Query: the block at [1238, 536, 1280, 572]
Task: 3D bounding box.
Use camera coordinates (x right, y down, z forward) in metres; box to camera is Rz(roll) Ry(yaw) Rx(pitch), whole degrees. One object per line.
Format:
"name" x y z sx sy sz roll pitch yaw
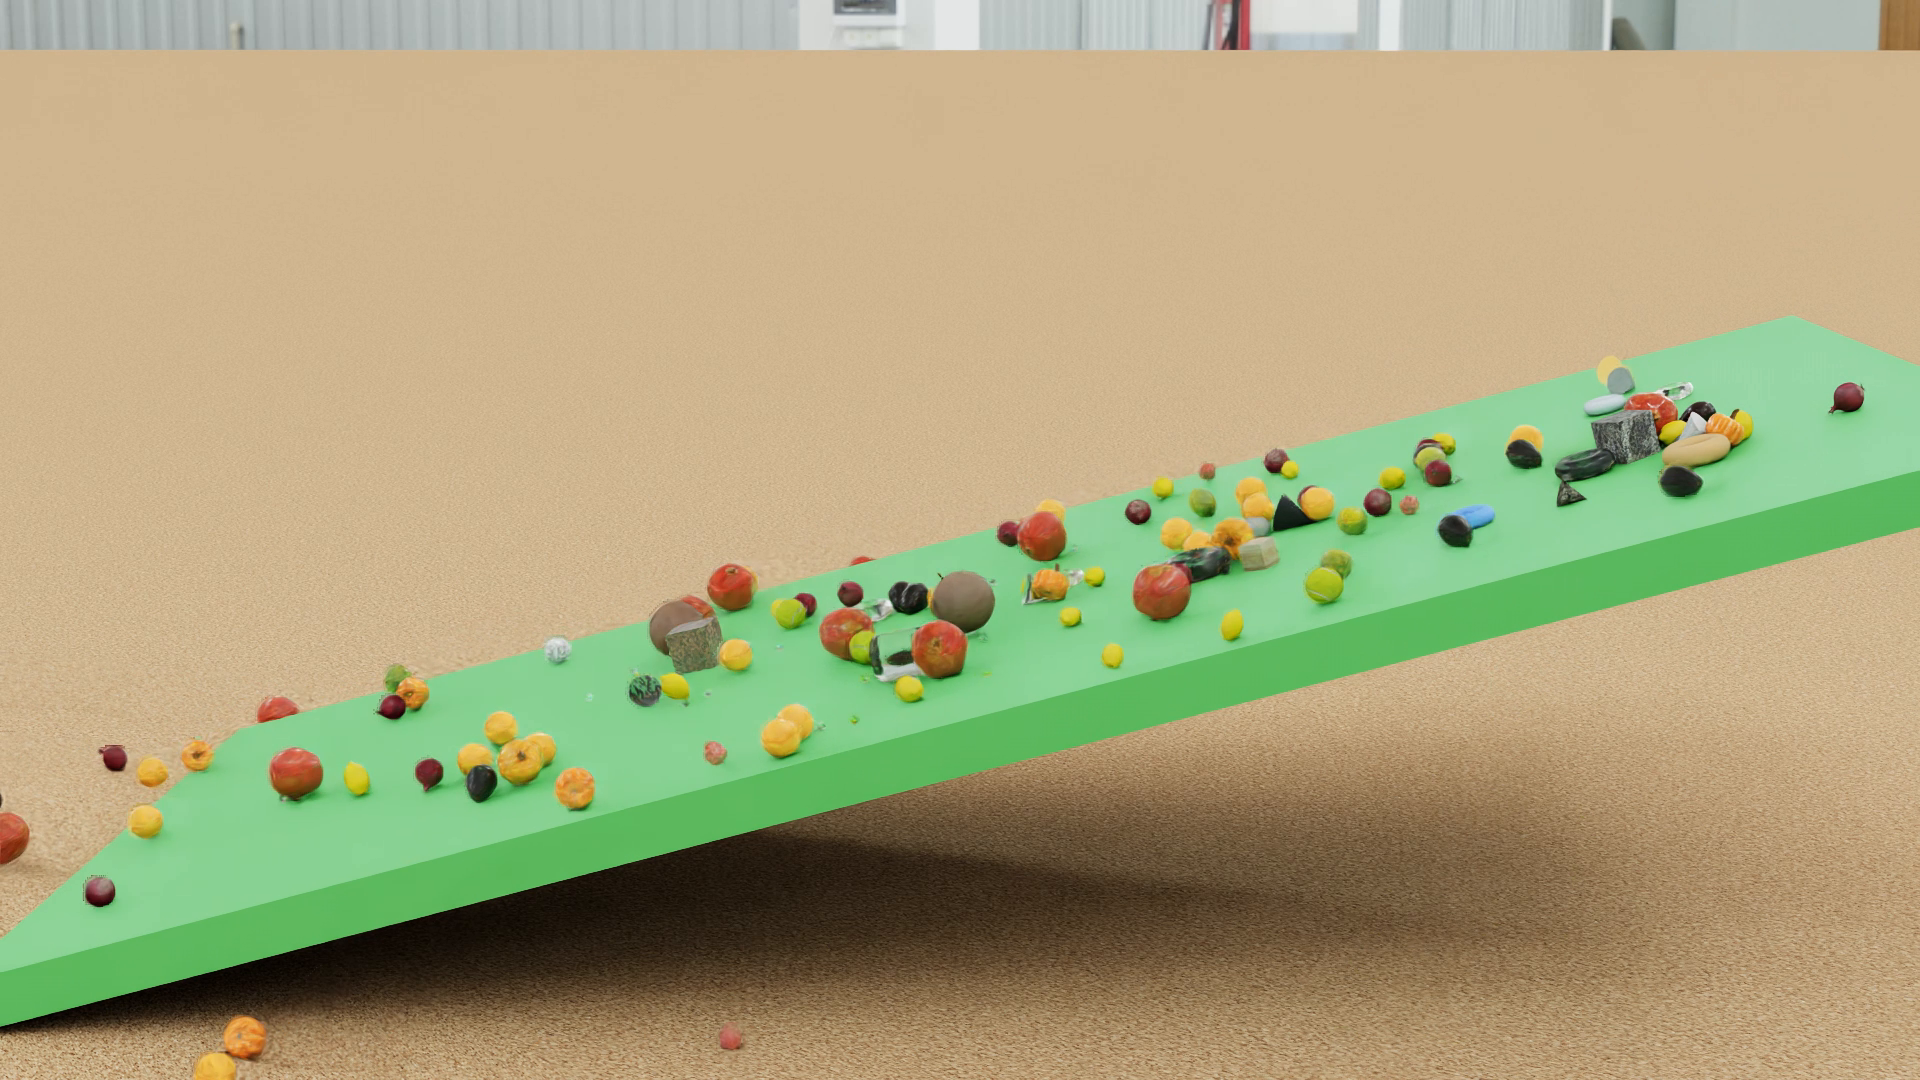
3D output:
"block" 0.604 0.029 5.943 0.054 0.054 0.054 -7 12 41

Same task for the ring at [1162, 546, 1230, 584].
"ring" 0.483 0.052 6.021 0.147 0.049 0.147 -16 8 2

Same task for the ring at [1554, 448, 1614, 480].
"ring" 1.266 -0.153 5.962 0.123 0.041 0.123 -17 9 3

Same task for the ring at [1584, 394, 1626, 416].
"ring" 1.442 -0.302 6.580 0.094 0.031 0.094 -15 8 2

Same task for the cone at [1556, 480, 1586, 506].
"cone" 1.196 -0.086 5.734 0.053 0.053 0.053 12 11 1

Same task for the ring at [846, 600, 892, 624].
"ring" -0.202 0.160 6.552 0.108 0.036 0.108 -15 11 3

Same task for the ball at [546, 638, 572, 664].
"ball" -0.970 0.267 7.102 0.063 0.063 0.063 0 10 0

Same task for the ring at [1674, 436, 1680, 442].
"ring" 1.482 -0.202 5.945 0.077 0.026 0.077 -15 11 3

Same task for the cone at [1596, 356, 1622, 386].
"cone" 1.550 -0.392 6.927 0.070 0.070 0.070 11 0 -41

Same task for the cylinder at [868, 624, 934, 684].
"cylinder" -0.117 0.228 5.831 0.096 0.096 0.096 -21 1 24

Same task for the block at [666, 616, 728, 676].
"block" -0.587 0.236 6.557 0.094 0.094 0.094 -13 10 17

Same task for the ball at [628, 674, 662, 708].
"ball" -0.672 0.322 6.268 0.070 0.070 0.070 0 10 0

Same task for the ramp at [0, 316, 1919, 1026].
"ramp" 0.082 0.190 6.328 4.000 0.100 2.000 -15 9 4

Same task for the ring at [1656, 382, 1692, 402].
"ring" 1.583 -0.329 6.516 0.083 0.028 0.083 -15 11 3

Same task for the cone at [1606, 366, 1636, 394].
"cone" 1.535 -0.359 6.762 0.067 0.067 0.067 12 0 -42

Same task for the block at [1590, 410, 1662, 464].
"block" 1.358 -0.210 6.000 0.088 0.088 0.088 -20 10 -23

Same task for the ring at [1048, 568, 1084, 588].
"ring" 0.229 0.083 6.326 0.080 0.027 0.080 -15 10 3

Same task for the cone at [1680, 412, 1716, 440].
"cone" 1.458 -0.193 5.887 0.090 0.090 0.090 -41 -10 27

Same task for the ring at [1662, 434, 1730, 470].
"ring" 1.447 -0.174 5.782 0.134 0.045 0.134 -16 8 2

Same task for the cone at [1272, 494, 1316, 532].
"cone" 0.718 -0.047 6.254 0.083 0.083 0.083 16 15 17

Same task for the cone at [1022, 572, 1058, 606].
"cone" 0.174 0.111 6.234 0.072 0.072 0.072 10 9 -7

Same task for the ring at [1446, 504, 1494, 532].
"ring" 1.003 -0.043 5.780 0.097 0.032 0.097 -16 10 3

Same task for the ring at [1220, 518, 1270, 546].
"ring" 0.607 -0.019 6.267 0.114 0.038 0.114 -17 10 3
